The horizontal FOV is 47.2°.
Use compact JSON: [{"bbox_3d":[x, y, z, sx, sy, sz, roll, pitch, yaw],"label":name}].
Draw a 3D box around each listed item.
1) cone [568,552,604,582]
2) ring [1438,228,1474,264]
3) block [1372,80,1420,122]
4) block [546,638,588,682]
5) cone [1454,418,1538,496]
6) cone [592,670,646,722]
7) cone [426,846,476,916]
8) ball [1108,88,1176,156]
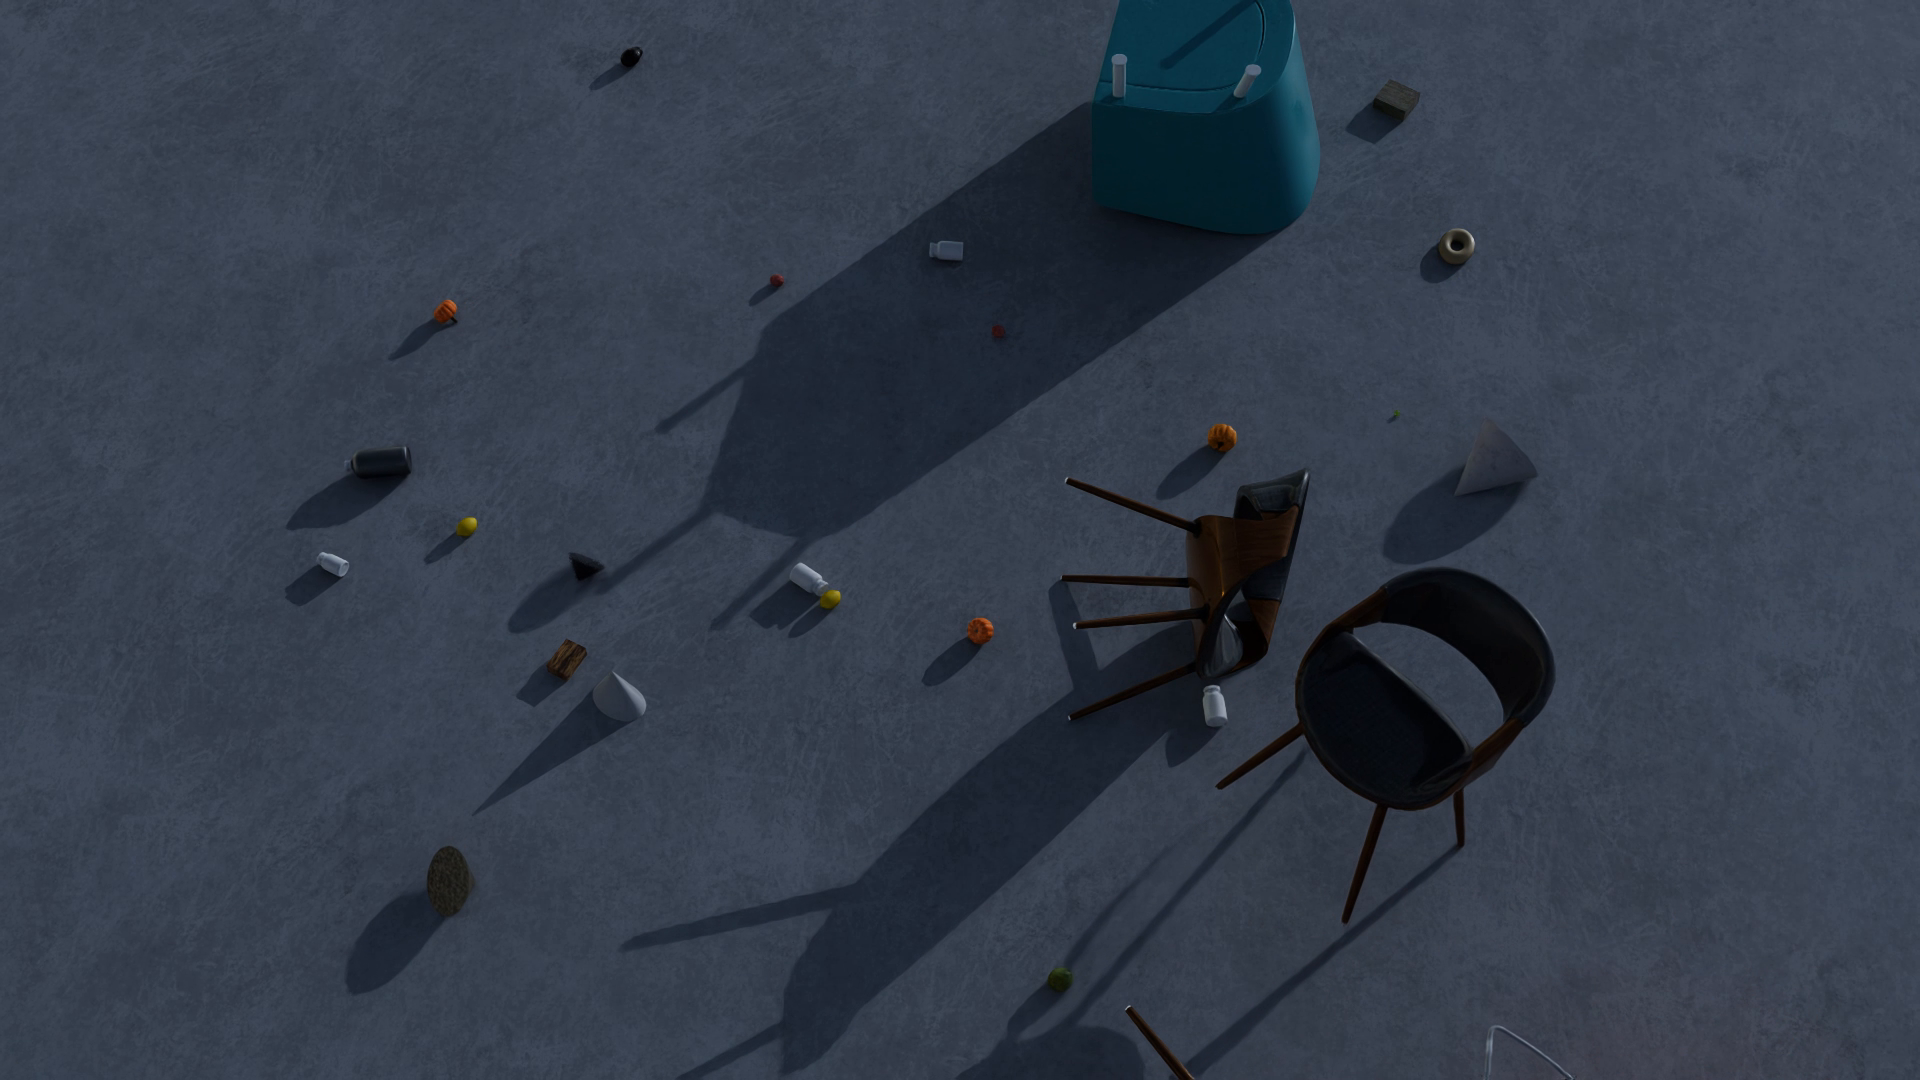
[{"bbox_3d":[-1.113,0.092,6.487,0.119,0.107,0.067,26,99,25],"label":"cone"},{"bbox_3d":[1.625,-0.961,7.196,0.115,0.038,0.154,17,57,12],"label":"ring"},{"bbox_3d":[1.500,-1.512,7.559,0.119,0.049,0.109,30,61,19],"label":"block"},{"bbox_3d":[-1.130,0.345,6.320,0.066,0.038,0.102,24,59,15],"label":"block"},{"bbox_3d":[1.582,-0.205,6.664,0.234,0.158,0.238,-40,80,-2],"label":"cone"},{"bbox_3d":[-0.971,0.410,6.198,0.170,0.168,0.117,29,61,18],"label":"cone"},{"bbox_3d":[-1.340,0.919,5.918,0.094,0.181,0.188,10,53,-50],"label":"cone"},{"bbox_3d":[0.612,-1.401,7.377,0.228,0.228,0.228,0,56,0],"label":"ball"}]
